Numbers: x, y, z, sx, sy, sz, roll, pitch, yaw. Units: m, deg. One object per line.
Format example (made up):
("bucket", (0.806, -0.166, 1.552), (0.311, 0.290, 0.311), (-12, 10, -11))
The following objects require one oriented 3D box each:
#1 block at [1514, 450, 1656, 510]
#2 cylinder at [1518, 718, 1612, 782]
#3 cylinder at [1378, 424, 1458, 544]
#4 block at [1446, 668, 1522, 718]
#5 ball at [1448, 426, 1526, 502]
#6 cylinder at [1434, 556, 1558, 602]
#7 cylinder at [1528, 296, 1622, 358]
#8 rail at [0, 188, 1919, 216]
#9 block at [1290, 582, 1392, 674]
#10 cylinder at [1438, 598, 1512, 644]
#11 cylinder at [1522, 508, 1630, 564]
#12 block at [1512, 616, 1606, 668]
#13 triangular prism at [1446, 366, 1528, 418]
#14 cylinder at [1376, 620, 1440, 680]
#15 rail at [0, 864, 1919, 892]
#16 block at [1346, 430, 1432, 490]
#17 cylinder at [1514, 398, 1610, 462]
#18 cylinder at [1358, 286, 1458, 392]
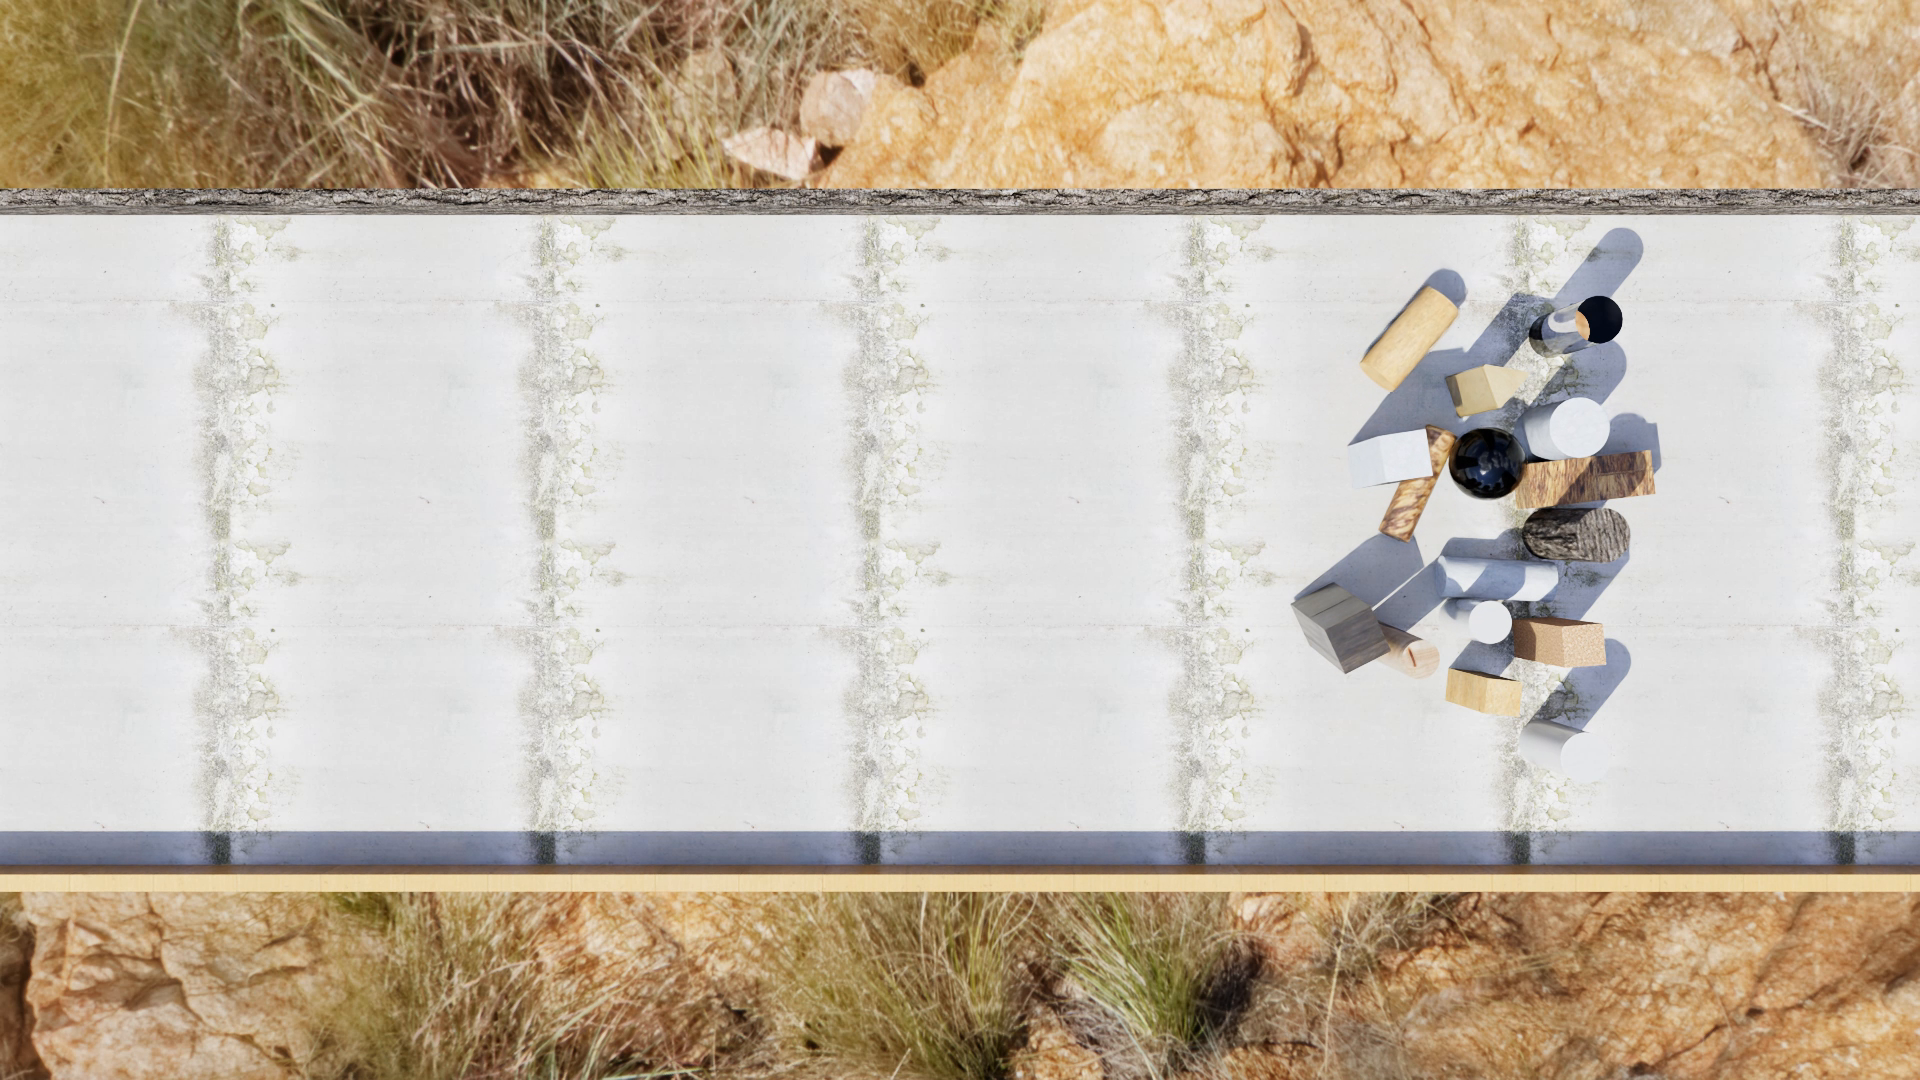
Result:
("block", (1.892, -0.182, 5.010), (0.374, 0.133, 0.133), (-7, 90, 0))
("cylinder", (1.791, 0.623, 4.898), (0.145, 0.356, 0.145), (0, 90, 0))
("cylinder", (1.394, -0.171, 5.026), (0.100, 0.100, 0.353), (25, 90, 0))
("block", (1.548, 0.449, 4.887), (0.100, 0.379, 0.100), (6, 90, 0))
("ball", (1.586, -0.229, 4.964), (0.224, 0.224, 0.224), (0, 90, 0))
("cylinder", (1.629, 0.118, 5.014), (0.335, 0.125, 0.125), (3, 90, 0))
("cylinder", (1.818, -0.627, 4.885), (0.137, 0.384, 0.137), (0, 90, 0))
("rail", (-2.247, -1.025, 5.002), (12.000, 0.150, 0.050), (0, 90, 0))
("block", (1.124, 0.257, 4.892), (0.148, 0.346, 0.148), (-27, 101, 0))
("cylinder", (1.534, 0.238, 4.924), (0.124, 0.306, 0.124), (0, 90, 0))
("cylinder", (1.809, -0.016, 4.860), (0.156, 0.431, 0.156), (0, 91, -1))
("block", (1.762, 0.298, 4.867), (0.117, 0.420, 0.117), (-4, 90, 0))
("triangular prism", (1.537, -0.463, 4.888), (0.114, 0.375, 0.131), (40, 90, 0))
("cylinder", (1.290, 0.321, 4.886), (0.115, 0.367, 0.115), (-1, 97, -8))
("rail", (-2.247, 1.025, 5.001), (12.000, 0.150, 0.050), (0, 90, 0))
("block", (1.265, -0.235, 4.874), (0.133, 0.401, 0.133), (-9, 89, 0))
("cylinder", (1.791, -0.325, 4.922), (0.174, 0.310, 0.174), (0, 90, 0))
("cylinder", (1.363, -0.610, 5.009), (0.135, 0.135, 0.301), (41, 90, 0))
